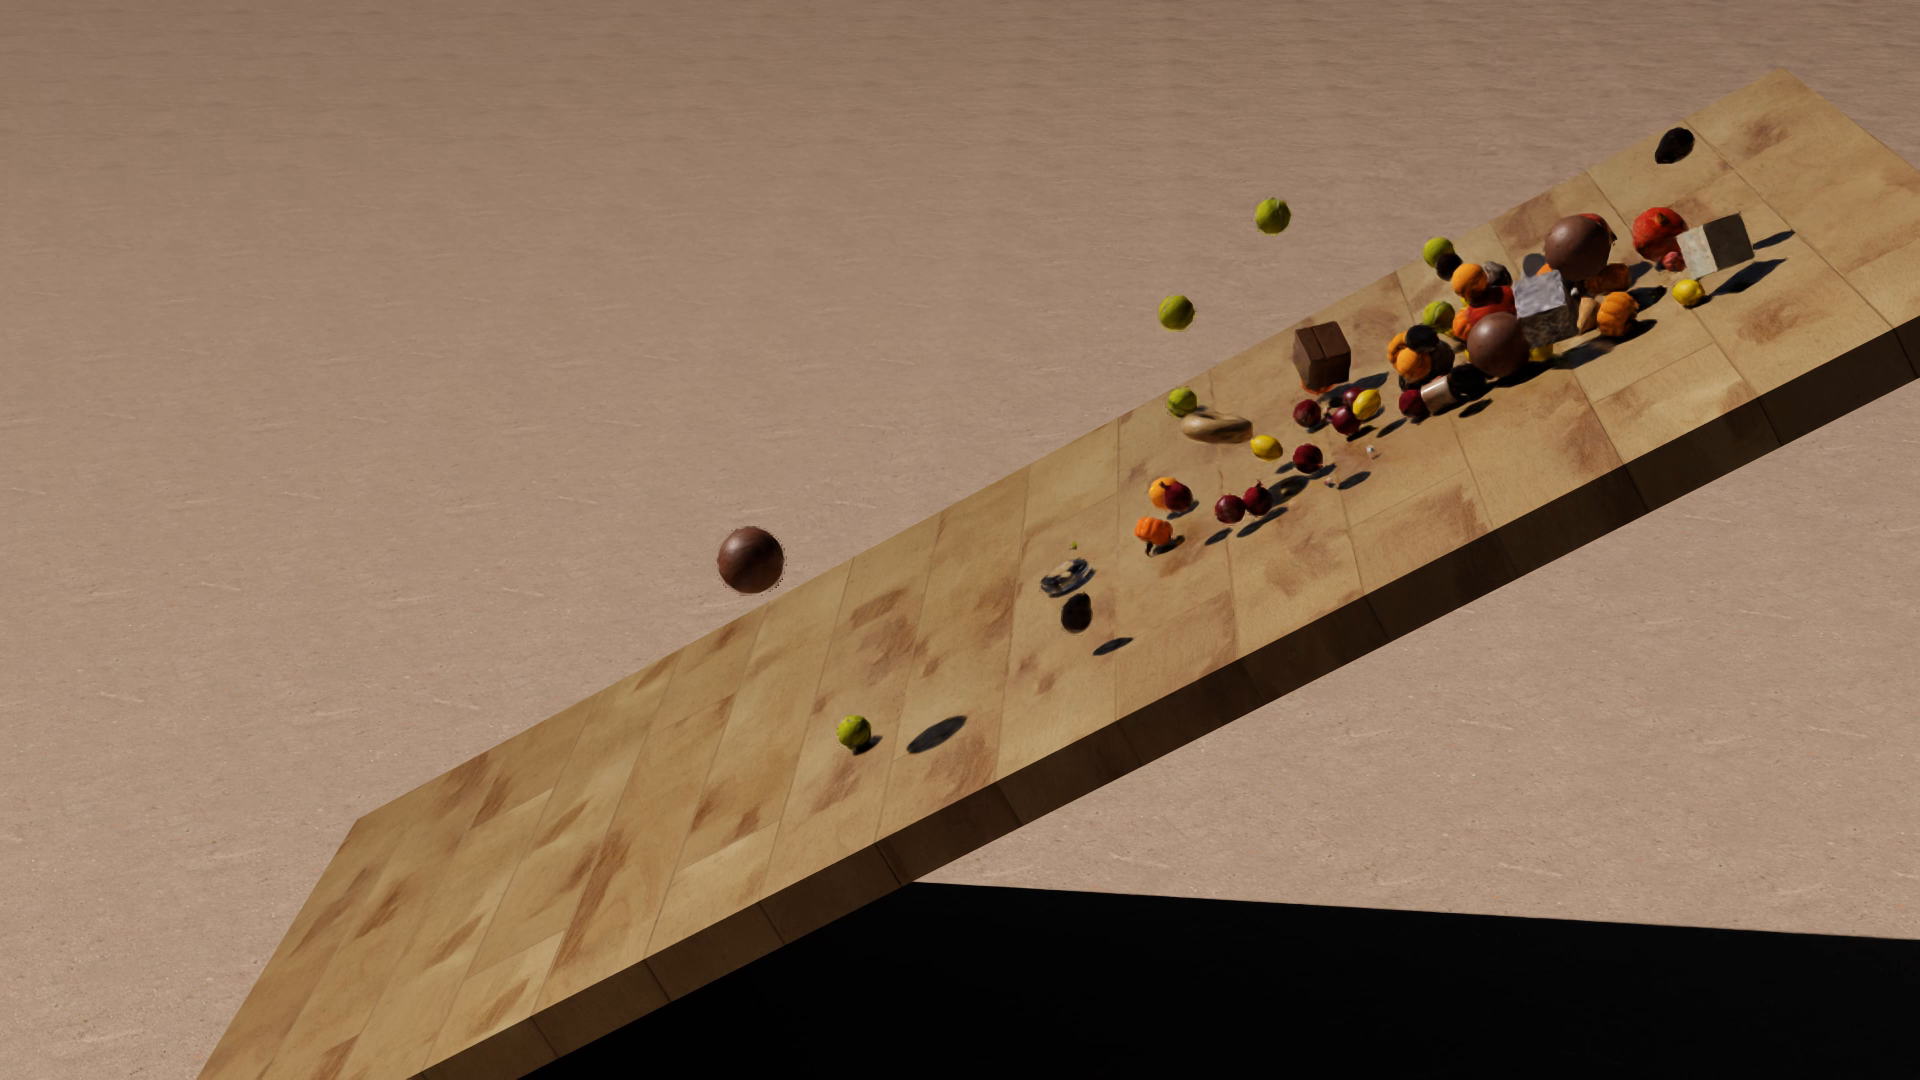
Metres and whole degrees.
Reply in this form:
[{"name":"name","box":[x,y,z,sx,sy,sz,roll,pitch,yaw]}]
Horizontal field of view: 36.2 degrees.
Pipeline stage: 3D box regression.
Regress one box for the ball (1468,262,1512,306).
[{"name":"ball","box":[1.112,-0.538,6.171,0.091,0.091,0.091,0,18,0]}]

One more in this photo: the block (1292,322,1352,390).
[{"name":"block","box":[0.775,-0.395,6.300,0.093,0.093,0.093,-13,51,-9]}]

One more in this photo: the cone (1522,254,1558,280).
[{"name":"cone","box":[1.214,-0.544,6.252,0.093,0.093,0.093,11,55,-17]}]

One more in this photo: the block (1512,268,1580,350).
[{"name":"block","box":[1.138,-0.449,5.717,0.096,0.096,0.096,-16,48,19]}]

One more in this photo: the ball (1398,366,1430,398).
[{"name":"ball","box":[0.932,-0.325,6.029,0.064,0.064,0.064,0,18,0]}]

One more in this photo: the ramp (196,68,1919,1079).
[{"name":"ramp","box":[0.142,0.167,6.284,4.000,0.100,2.000,-28,15,12]}]

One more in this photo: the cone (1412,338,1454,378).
[{"name":"cone","box":[0.969,-0.384,6.035,0.088,0.088,0.088,4,-11,11]}]

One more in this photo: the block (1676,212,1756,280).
[{"name":"block","box":[1.441,-0.560,5.609,0.091,0.091,0.091,-19,-1,-20]}]

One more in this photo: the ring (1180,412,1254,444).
[{"name":"ring","box":[0.520,-0.226,5.948,0.148,0.049,0.148,5,11,-1]}]

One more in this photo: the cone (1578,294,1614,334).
[{"name":"cone","box":[1.244,-0.435,5.837,0.078,0.078,0.078,33,5,-4]}]

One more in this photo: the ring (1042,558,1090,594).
[{"name":"ring","box":[0.221,0.077,6.154,0.113,0.038,0.113,-28,11,6]}]

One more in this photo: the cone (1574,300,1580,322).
[{"name":"cone","box":[1.225,-0.442,5.908,0.064,0.064,0.064,-2,31,-5]}]

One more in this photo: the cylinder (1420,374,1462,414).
[{"name":"cylinder","box":[0.959,-0.292,5.868,0.059,0.059,0.059,-26,6,27]}]
